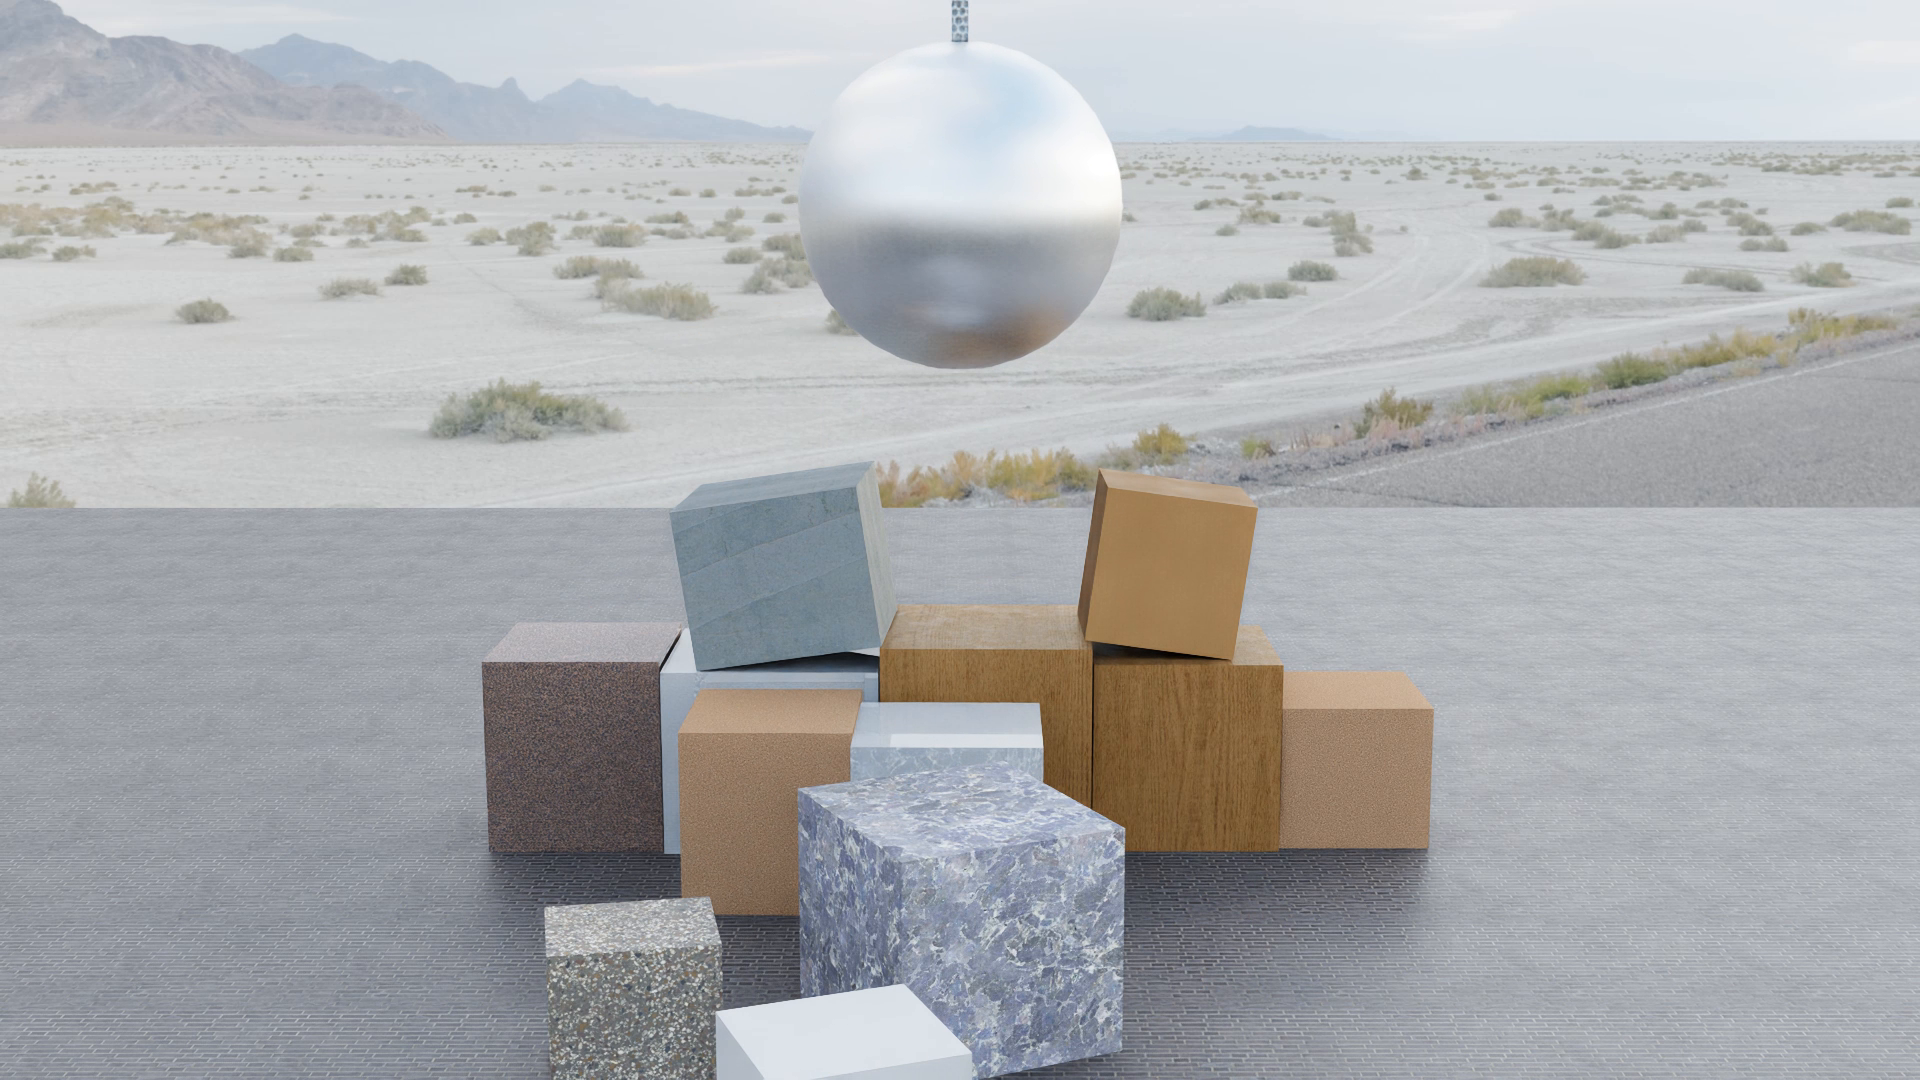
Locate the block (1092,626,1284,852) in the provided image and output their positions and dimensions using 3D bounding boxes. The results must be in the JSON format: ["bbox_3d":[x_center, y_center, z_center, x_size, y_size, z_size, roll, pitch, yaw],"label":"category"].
[{"bbox_3d":[1.127,1.006,11.357,0.934,0.958,0.905,0,10,0],"label":"block"}]

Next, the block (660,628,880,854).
[{"bbox_3d":[-0.938,1.019,11.372,1.071,0.926,0.999,0,10,0],"label":"block"}]

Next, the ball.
[{"bbox_3d":[0.000,-1.638,10.809,1.600,1.600,1.600,0,10,0],"label":"ball"}]

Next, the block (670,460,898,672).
[{"bbox_3d":[-0.873,0.115,11.160,0.925,0.800,0.885,-8,10,5],"label":"block"}]

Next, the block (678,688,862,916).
[{"bbox_3d":[-0.876,1.225,10.416,0.790,0.863,0.815,0,10,1],"label":"block"}]

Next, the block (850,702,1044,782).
[{"bbox_3d":[-0.054,1.266,10.256,0.859,0.840,0.796,0,10,1],"label":"block"}]

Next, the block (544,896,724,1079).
[{"bbox_3d":[-1.242,1.742,8.354,0.637,0.583,0.535,-2,10,-11],"label":"block"}]

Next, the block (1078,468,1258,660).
[{"bbox_3d":[1.039,0.112,11.165,0.745,0.774,0.643,8,10,-2],"label":"block"}]

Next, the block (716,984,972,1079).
[{"bbox_3d":[-0.391,1.919,7.267,0.673,0.623,0.634,-4,11,-21],"label":"block"}]

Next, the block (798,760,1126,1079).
[{"bbox_3d":[-0.014,1.503,8.772,0.940,0.904,1.035,-5,11,-25],"label":"block"}]

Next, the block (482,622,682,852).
[{"bbox_3d":[-1.919,0.999,11.347,0.871,0.975,0.898,0,10,0],"label":"block"}]

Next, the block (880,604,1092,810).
[{"bbox_3d":[0.133,0.959,11.345,1.041,1.055,1.046,0,10,1],"label":"block"}]

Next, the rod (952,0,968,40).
[{"bbox_3d":[0.000,-4.991,10.241,0.080,5.200,0.080,0,10,0],"label":"rod"}]

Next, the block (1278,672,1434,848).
[{"bbox_3d":[1.979,1.123,11.368,0.751,0.723,0.781,0,10,0],"label":"block"}]
